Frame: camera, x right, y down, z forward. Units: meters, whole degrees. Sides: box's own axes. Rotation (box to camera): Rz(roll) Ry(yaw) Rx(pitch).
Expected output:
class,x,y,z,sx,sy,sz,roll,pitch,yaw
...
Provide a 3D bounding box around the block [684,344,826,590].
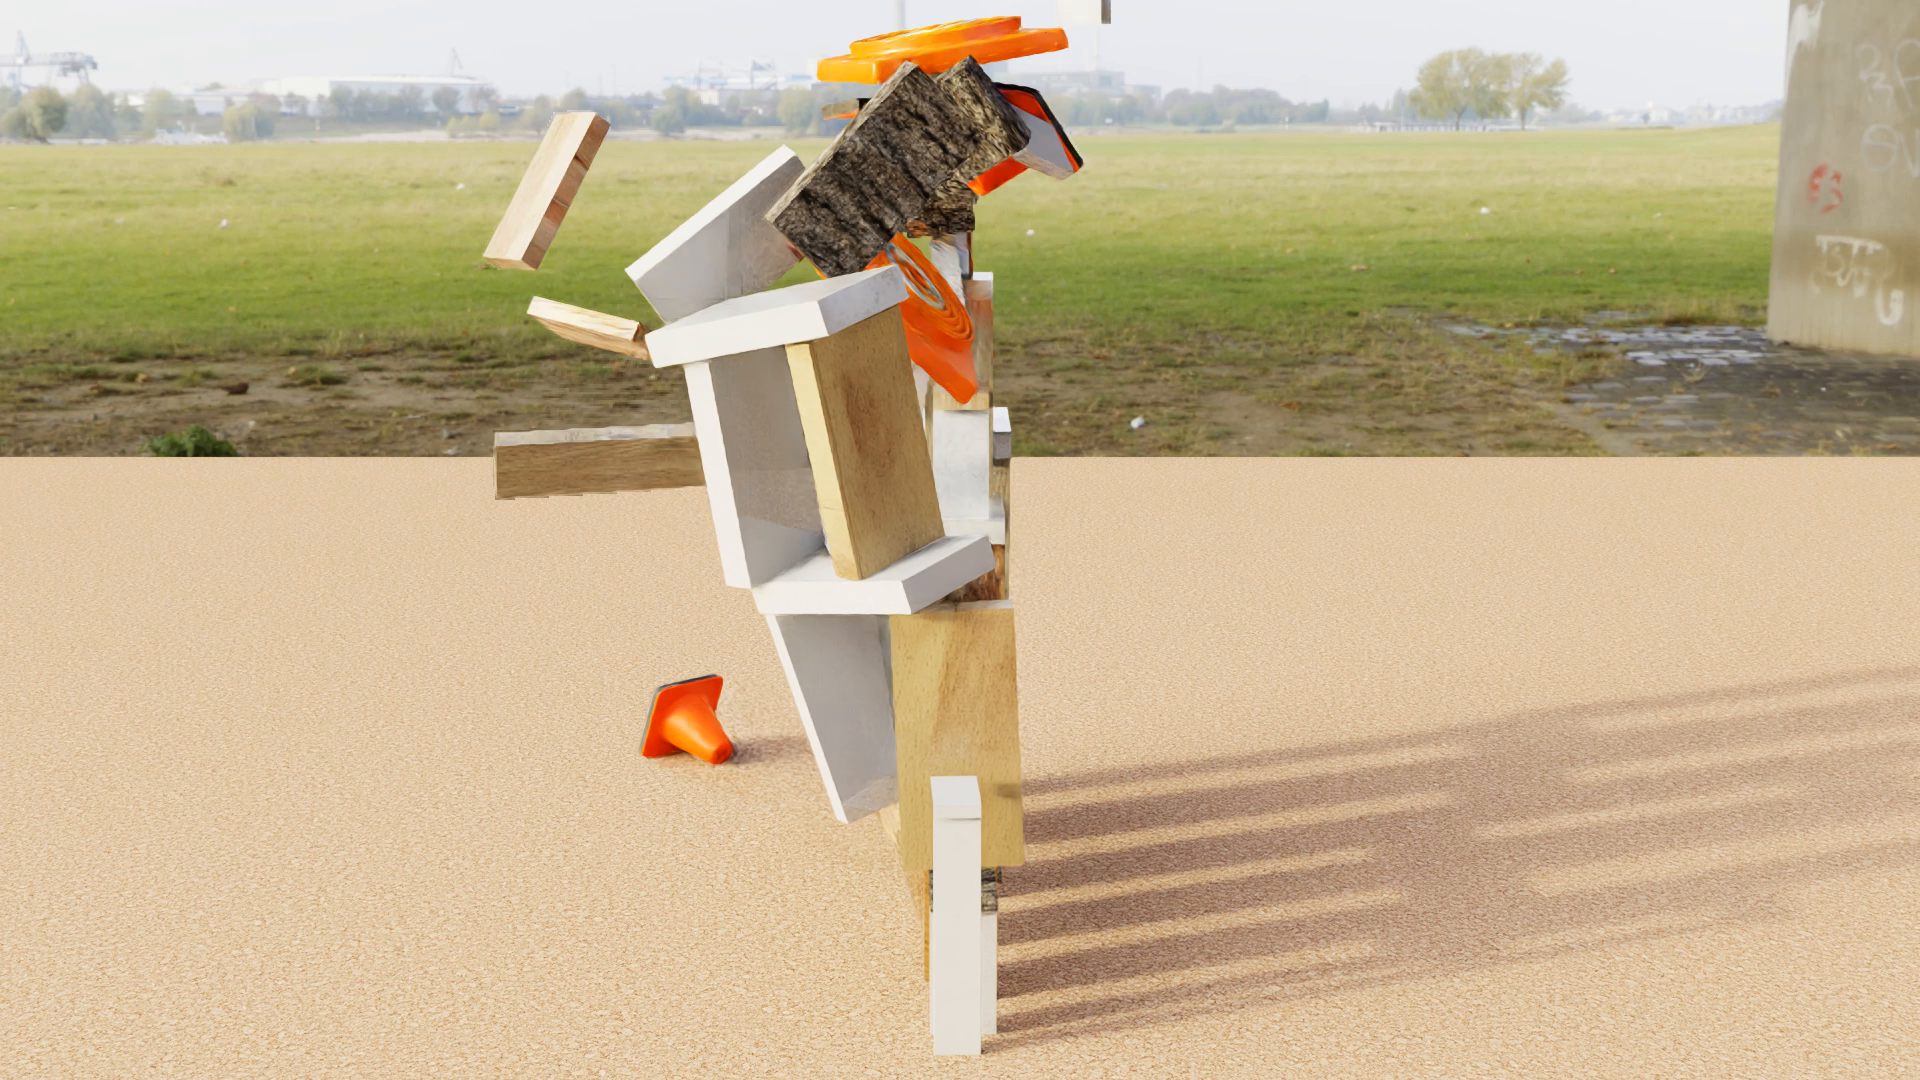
class,x,y,z,sx,sy,sz,roll,pitch,yaw
block,-0.300,-0.123,3.240,0.049,0.349,0.175,7,26,36

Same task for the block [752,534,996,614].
class,x,y,z,sx,sy,sz,roll,pitch,yaw
block,-0.130,0.051,3.198,0.174,0.049,0.348,-28,17,-39

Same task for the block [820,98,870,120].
class,x,y,z,sx,sy,sz,roll,pitch,yaw
block,-0.153,-0.680,3.460,0.068,0.019,0.137,-7,7,29

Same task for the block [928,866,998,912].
class,x,y,z,sx,sy,sz,roll,pitch,yaw
block,0.002,0.485,3.135,0.094,0.027,0.187,-1,11,-2

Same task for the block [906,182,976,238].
class,x,y,z,sx,sy,sz,roll,pitch,yaw
block,-0.043,-0.616,3.658,0.117,0.233,0.033,-6,39,1

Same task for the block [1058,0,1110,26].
class,x,y,z,sx,sy,sz,roll,pitch,yaw
block,0.205,-0.946,3.639,0.091,0.182,0.026,12,20,39

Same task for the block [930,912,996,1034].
class,x,y,z,sx,sy,sz,roll,pitch,yaw
block,0.005,0.602,3.093,0.094,0.187,0.027,0,11,0

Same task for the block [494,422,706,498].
class,x,y,z,sx,sy,sz,roll,pitch,yaw
block,-0.528,-0.126,3.427,0.384,0.108,0.030,-4,45,-14

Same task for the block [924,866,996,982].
class,x,y,z,sx,sy,sz,roll,pitch,yaw
block,0.001,0.553,3.281,0.107,0.214,0.030,0,9,2

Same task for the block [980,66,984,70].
class,x,y,z,sx,sy,sz,roll,pitch,yaw
block,0.019,-0.678,3.362,0.026,0.091,0.182,-14,14,-5

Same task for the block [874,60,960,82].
class,x,y,z,sx,sy,sz,roll,pitch,yaw
block,-0.067,-0.762,3.572,0.137,0.019,0.068,11,27,42

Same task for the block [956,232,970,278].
class,x,y,z,sx,sy,sz,roll,pitch,yaw
block,-0.009,-0.490,3.754,0.046,0.092,0.013,-4,-23,1

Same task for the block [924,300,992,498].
class,x,y,z,sx,sy,sz,roll,pitch,yaw
block,-0.002,-0.245,3.796,0.117,0.345,0.033,0,10,0

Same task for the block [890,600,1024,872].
class,x,y,z,sx,sy,sz,roll,pitch,yaw
block,-0.004,0.278,3.122,0.174,0.379,0.049,-3,13,-2

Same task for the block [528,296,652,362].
class,x,y,z,sx,sy,sz,roll,pitch,yaw
block,-0.576,-0.336,3.524,0.215,0.030,0.108,16,-10,28

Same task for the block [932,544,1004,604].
class,x,y,z,sx,sy,sz,roll,pitch,yaw
block,0.004,0.136,3.674,0.139,0.278,0.039,0,11,0

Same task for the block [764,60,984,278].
class,x,y,z,sx,sy,sz,roll,pitch,yaw
block,-0.121,-0.514,3.110,0.149,0.298,0.042,43,-1,-30

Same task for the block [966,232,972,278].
class,x,y,z,sx,sy,sz,roll,pitch,yaw
block,-0.005,-0.500,3.775,0.051,0.103,0.015,-1,-19,2

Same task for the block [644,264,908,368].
class,x,y,z,sx,sy,sz,roll,pitch,yaw
block,-0.260,-0.312,3.079,0.349,0.049,0.175,-5,18,41

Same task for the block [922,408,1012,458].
class,x,y,z,sx,sy,sz,roll,pitch,yaw
block,0.004,-0.198,4.027,0.171,0.048,0.341,0,11,0

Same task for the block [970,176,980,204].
class,x,y,z,sx,sy,sz,roll,pitch,yaw
block,-0.013,-0.659,3.695,0.089,0.191,0.025,6,38,7

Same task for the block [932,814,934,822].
class,x,y,z,sx,sy,sz,roll,pitch,yaw
block,-0.004,0.417,3.071,0.065,0.130,0.018,-2,10,-4

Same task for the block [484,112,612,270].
class,x,y,z,sx,sy,sz,roll,pitch,yaw
block,-0.647,-0.547,3.442,0.117,0.263,0.033,12,-17,48

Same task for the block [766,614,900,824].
class,x,y,z,sx,sy,sz,roll,pitch,yaw
block,-0.158,0.236,3.352,0.174,0.348,0.049,-22,11,-21

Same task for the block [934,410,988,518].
class,x,y,z,sx,sy,sz,roll,pitch,yaw
block,0.002,-0.127,3.611,0.091,0.182,0.026,0,14,0

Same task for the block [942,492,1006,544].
class,x,y,z,sx,sy,sz,roll,pitch,yaw
block,0.005,-0.037,3.736,0.139,0.039,0.278,0,11,0

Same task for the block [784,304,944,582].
class,x,y,z,sx,sy,sz,roll,pitch,yaw
block,-0.130,-0.138,3.086,0.049,0.349,0.175,10,30,44

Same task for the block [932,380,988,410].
class,x,y,z,sx,sy,sz,roll,pitch,yaw
block,0.002,-0.241,3.647,0.091,0.026,0.182,1,11,1

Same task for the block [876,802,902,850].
class,x,y,z,sx,sy,sz,roll,pitch,yaw
block,-0.064,0.411,3.335,0.107,0.030,0.214,-20,10,-9

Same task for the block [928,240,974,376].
class,x,y,z,sx,sy,sz,roll,pitch,yaw
block,-0.014,-0.393,3.693,0.046,0.262,0.013,-6,-25,-3

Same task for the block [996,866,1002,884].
class,x,y,z,sx,sy,sz,roll,pitch,yaw
block,0.003,0.445,3.714,0.134,0.268,0.038,0,11,0

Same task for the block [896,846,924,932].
class,x,y,z,sx,sy,sz,roll,pitch,yaw
block,-0.031,0.515,3.423,0.107,0.214,0.030,-17,10,-1

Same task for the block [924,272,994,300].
class,x,y,z,sx,sy,sz,roll,pitch,yaw
block,-0.001,-0.445,3.843,0.117,0.033,0.235,0,10,1

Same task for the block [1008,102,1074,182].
class,x,y,z,sx,sy,sz,roll,pitch,yaw
block,0.116,-0.626,3.460,0.026,0.091,0.182,-28,-14,23

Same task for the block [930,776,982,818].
class,x,y,z,sx,sy,sz,roll,pitch,yaw
block,-0.006,0.352,3.015,0.065,0.018,0.130,-1,11,-3

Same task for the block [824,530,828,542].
class,x,y,z,sx,sy,sz,roll,pitch,yaw
block,-0.246,0.050,3.532,0.022,0.079,0.158,21,27,7

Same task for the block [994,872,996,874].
class,x,y,z,sx,sy,sz,roll,pitch,yaw
block,0.004,0.579,3.216,0.094,0.187,0.027,0,11,0

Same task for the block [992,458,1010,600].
class,x,y,z,sx,sy,sz,roll,pitch,yaw
block,0.004,0.014,3.950,0.171,0.341,0.048,0,11,0

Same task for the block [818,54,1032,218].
class,x,y,z,sx,sy,sz,roll,pitch,yaw
block,-0.058,-0.580,3.274,0.298,0.149,0.042,-27,26,30

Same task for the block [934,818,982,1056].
class,x,y,z,sx,sy,sz,roll,pitch,yaw
block,-0.004,0.539,3.005,0.065,0.343,0.018,0,11,0

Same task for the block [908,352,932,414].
class,x,y,z,sx,sy,sz,roll,pitch,yaw
block,-0.158,-0.269,3.603,0.215,0.108,0.030,11,-4,-21

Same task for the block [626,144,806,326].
class,x,y,z,sx,sy,sz,roll,pitch,yaw
block,-0.331,-0.430,3.244,0.298,0.149,0.042,-39,41,-6

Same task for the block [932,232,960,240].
class,x,y,z,sx,sy,sz,roll,pitch,yaw
block,-0.021,-0.544,3.766,0.046,0.013,0.092,-3,40,9
